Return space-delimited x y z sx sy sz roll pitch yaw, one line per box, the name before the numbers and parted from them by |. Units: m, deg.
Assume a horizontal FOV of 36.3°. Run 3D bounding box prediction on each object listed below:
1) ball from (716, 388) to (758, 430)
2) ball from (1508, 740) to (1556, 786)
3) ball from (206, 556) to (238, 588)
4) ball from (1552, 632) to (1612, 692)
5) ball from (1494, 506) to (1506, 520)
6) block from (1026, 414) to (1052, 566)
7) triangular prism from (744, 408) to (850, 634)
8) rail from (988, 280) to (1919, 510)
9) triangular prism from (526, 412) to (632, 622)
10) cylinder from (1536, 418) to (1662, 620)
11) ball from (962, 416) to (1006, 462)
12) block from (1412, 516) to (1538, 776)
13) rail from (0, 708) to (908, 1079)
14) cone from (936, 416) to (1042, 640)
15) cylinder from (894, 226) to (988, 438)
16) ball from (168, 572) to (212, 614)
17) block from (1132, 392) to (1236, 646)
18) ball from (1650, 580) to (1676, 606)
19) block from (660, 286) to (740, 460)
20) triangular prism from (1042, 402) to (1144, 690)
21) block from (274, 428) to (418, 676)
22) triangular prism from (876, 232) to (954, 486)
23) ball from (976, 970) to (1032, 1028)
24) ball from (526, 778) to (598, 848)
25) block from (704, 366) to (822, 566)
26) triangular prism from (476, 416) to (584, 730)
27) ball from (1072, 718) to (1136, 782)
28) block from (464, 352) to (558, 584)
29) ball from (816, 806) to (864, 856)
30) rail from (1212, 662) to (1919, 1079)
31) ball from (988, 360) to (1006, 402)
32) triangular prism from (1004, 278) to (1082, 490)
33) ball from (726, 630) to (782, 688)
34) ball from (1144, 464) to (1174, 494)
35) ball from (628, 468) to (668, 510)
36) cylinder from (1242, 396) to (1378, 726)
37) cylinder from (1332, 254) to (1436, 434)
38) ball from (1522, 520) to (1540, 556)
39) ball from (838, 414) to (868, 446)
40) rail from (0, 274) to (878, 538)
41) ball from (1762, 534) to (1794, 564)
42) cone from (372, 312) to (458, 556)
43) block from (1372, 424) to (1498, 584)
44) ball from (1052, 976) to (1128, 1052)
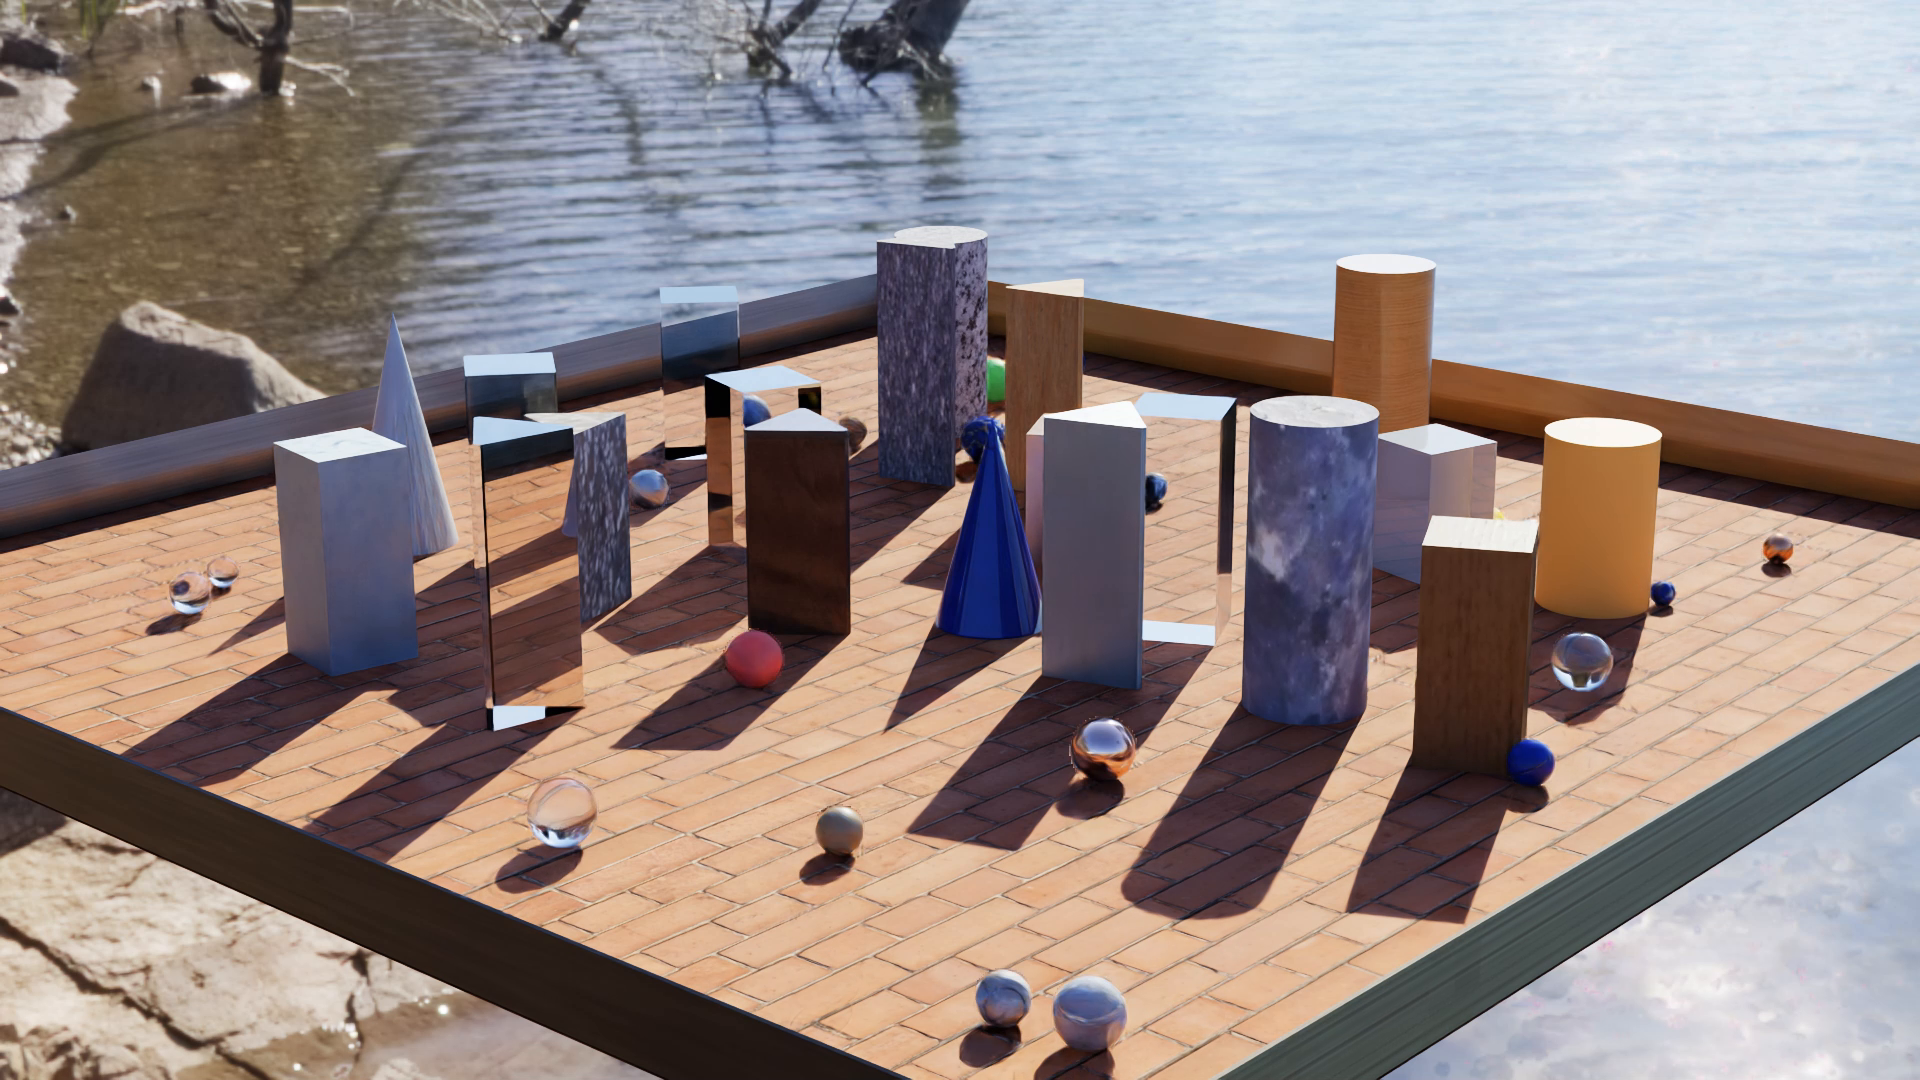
ball | -0.474 -0.277 6.215 0.088 0.088 0.088 0 17 0
ball | 0.830 0.323 4.259 0.068 0.068 0.068 0 17 0
ball | -1.299 0.056 5.168 0.055 0.055 0.055 0 17 0
ball | 0.986 0.192 4.645 0.096 0.096 0.096 0 17 0
ball | 0.948 -0.020 5.331 0.093 0.093 0.093 0 17 0
block | 0.212 -0.088 5.317 0.156 0.245 0.156 4 17 13
triangular prism | -0.268 -0.033 4.945 0.169 0.354 0.147 0 17 2
rail | 1.039 -0.314 6.266 3.135 0.127 0.045 14 22 39
triangular prism | -0.635 -0.048 5.034 0.147 0.331 0.169 -11 20 -33
cylinder | 1.098 -0.039 5.051 0.196 0.304 0.196 0 17 0
ball | 0.050 -0.205 5.964 0.095 0.095 0.095 0 17 0
block | 0.763 0.155 4.342 0.156 0.343 0.156 4 17 14
rail | -1.039 0.377 3.974 3.135 0.127 0.045 14 22 39
cone | 0.055 -0.034 4.939 0.196 0.360 0.196 0 17 0
cylinder | -0.040 -0.439 6.186 0.196 0.416 0.196 0 17 0
ball | -1.318 0.091 5.021 0.073 0.073 0.073 0 17 0
block | 0.367 -0.037 4.904 0.156 0.385 0.156 4 17 14
ball | 1.216 0.092 5.068 0.044 0.044 0.044 0 17 0
block | -0.533 -0.345 6.026 0.156 0.326 0.156 -2 17 -6
triangular prism | 0.239 0.003 4.696 0.169 0.430 0.147 8 18 23
block | -0.999 0.017 4.772 0.156 0.357 0.156 -13 21 -37
triangular prism | -0.055 -0.365 5.831 0.169 0.477 0.147 8 19 26
ball | 0.052 0.549 3.510 0.068 0.068 0.068 0 17 0
ball | -0.548 0.375 4.035 0.098 0.098 0.098 0 17 0
block | -0.357 -0.137 5.345 0.156 0.322 0.156 -10 19 -30
triangular prism | -0.698 0.043 4.523 0.169 0.452 0.147 -13 21 -37
ball | 0.210 0.306 4.273 0.093 0.093 0.093 0 17 0
block | -0.794 -0.129 5.222 0.156 0.379 0.156 -3 17 -10
ball | -0.165 0.398 4.013 0.067 0.067 0.067 0 17 0
rail | 1.166 0.324 4.151 0.045 0.127 3.217 14 22 39
ball | 0.076 -0.349 6.441 0.096 0.096 0.096 0 17 0
triangular prism | 0.199 -0.302 5.751 0.169 0.403 0.147 10 20 31
ball | -0.328 0.189 4.664 0.091 0.091 0.091 0 17 0
ball | 0.389 -0.118 5.740 0.058 0.058 0.058 0 17 0
ball | -0.600 -0.098 5.641 0.077 0.077 0.077 0 17 0
cylinder | 0.539 0.030 4.530 0.196 0.473 0.196 0 17 0
cylinder | 0.842 -0.343 5.855 0.196 0.424 0.196 0 17 0
ball | 1.040 -0.004 5.344 0.068 0.068 0.068 0 17 0
ball | -0.225 -0.229 6.098 0.063 0.063 0.063 0 17 0
rail | -1.166 -0.260 6.089 0.045 0.127 3.217 14 22 39
ball | 1.480 0.016 5.304 0.054 0.054 0.054 0 17 0
cone | -1.029 -0.207 5.378 0.196 0.437 0.196 0 17 0
block | 0.843 -0.065 5.246 0.156 0.241 0.156 -11 20 -32
ball | 0.153 0.557 3.448 0.089 0.089 0.089 0 17 0
